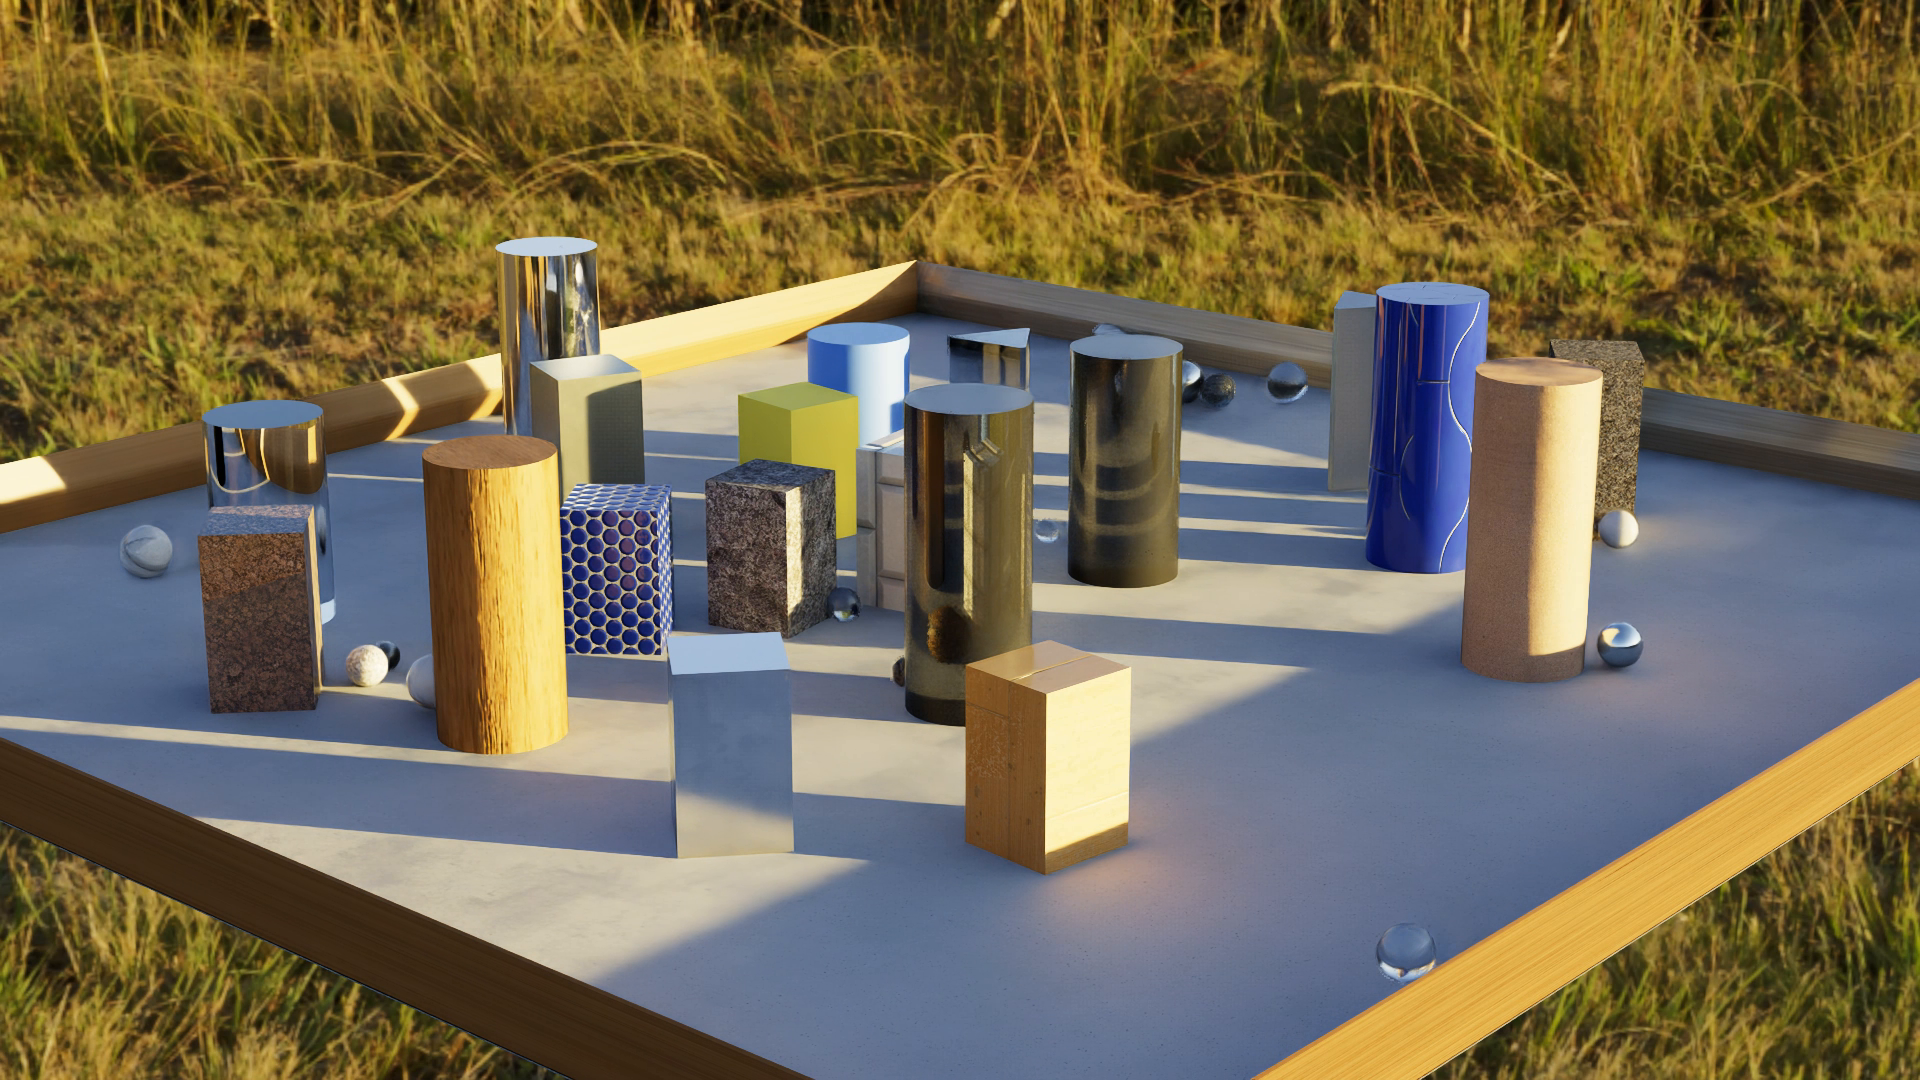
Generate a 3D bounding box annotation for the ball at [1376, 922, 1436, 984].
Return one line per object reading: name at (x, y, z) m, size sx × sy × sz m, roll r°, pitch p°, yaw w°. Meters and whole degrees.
ball at (0.553, 0.511, 3.629) m, size 0.074 × 0.074 × 0.074 m, roll 0°, pitch 17°, yaw 0°

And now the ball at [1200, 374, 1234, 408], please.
ball at (0.563, -0.325, 6.404) m, size 0.074 × 0.074 × 0.074 m, roll 0°, pitch 17°, yaw 0°

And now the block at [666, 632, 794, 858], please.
block at (-0.319, 0.282, 4.056) m, size 0.159 × 0.267 × 0.159 m, roll -2°, pitch 17°, yaw -8°

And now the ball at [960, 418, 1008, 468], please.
ball at (0.048, -0.197, 5.938) m, size 0.099 × 0.099 × 0.099 m, roll 0°, pitch 17°, yaw 0°

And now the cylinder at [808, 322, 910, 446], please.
cylinder at (-0.198, -0.251, 5.745) m, size 0.199 × 0.314 × 0.199 m, roll 0°, pitch 17°, yaw 0°

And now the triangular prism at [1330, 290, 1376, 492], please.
triangular prism at (0.788, -0.299, 5.809) m, size 0.172 × 0.367 × 0.149 m, roll -5°, pitch 17°, yaw -16°

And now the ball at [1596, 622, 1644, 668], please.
ball at (1.072, 0.170, 4.761) m, size 0.074 × 0.074 × 0.074 m, roll 0°, pitch 17°, yaw 0°

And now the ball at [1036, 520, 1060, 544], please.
ball at (0.162, -0.016, 5.431) m, size 0.043 × 0.043 × 0.043 m, roll 0°, pitch 17°, yaw 0°

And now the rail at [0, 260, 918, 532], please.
rail at (-1.192, -0.266, 6.111) m, size 0.045 × 0.129 × 3.356 m, roll 14°, pitch 22°, yaw 39°

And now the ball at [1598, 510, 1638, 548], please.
ball at (1.211, -0.020, 5.398) m, size 0.071 × 0.071 × 0.071 m, roll 0°, pitch 17°, yaw 0°

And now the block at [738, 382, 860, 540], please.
block at (-0.300, -0.141, 5.464) m, size 0.159 × 0.264 × 0.159 m, roll -14°, pitch 22°, yaw -39°

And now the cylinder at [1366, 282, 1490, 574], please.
cylinder at (0.839, -0.203, 5.275) m, size 0.199 × 0.492 × 0.199 m, roll 0°, pitch 17°, yaw 0°

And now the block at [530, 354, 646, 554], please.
block at (-0.685, -0.158, 5.404) m, size 0.159 × 0.331 × 0.159 m, roll -8°, pitch 19°, yaw -26°

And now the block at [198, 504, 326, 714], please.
block at (-1.093, 0.107, 4.600) m, size 0.159 × 0.289 × 0.159 m, roll -2°, pitch 17°, yaw -6°

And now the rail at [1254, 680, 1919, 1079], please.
rail at (1.192, 0.331, 4.129) m, size 0.045 × 0.129 × 3.356 m, roll 14°, pitch 22°, yaw 39°

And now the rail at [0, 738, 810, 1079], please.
rail at (-1.085, 0.393, 3.924) m, size 3.204 × 0.129 × 0.045 m, roll 14°, pitch 22°, yaw 39°

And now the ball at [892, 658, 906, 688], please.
ball at (-0.085, 0.211, 4.671) m, size 0.049 × 0.049 × 0.049 m, roll 0°, pitch 17°, yaw 0°

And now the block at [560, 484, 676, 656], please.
block at (-0.567, 0.048, 4.869) m, size 0.159 × 0.247 × 0.159 m, roll 1°, pitch 17°, yaw 3°

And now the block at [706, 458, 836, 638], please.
block at (-0.319, 0.013, 4.970) m, size 0.159 × 0.255 × 0.159 m, roll 9°, pitch 19°, yaw 27°

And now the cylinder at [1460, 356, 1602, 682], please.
cylinder at (0.918, -0.034, 4.720) m, size 0.199 × 0.489 × 0.199 m, roll 0°, pitch 17°, yaw 0°

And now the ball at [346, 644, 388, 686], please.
ball at (-0.946, 0.200, 4.675) m, size 0.067 × 0.067 × 0.067 m, roll 0°, pitch 17°, yaw 0°

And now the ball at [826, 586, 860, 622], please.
ball at (-0.199, 0.109, 4.991) m, size 0.058 × 0.058 × 0.058 m, roll 0°, pitch 17°, yaw 0°

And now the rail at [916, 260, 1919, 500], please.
rail at (1.085, -0.328, 6.316) m, size 3.204 × 0.129 × 0.045 m, roll 14°, pitch 22°, yaw 39°

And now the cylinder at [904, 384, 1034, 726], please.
cylinder at (0.013, 0.022, 4.525) m, size 0.199 × 0.494 × 0.199 m, roll 0°, pitch 17°, yaw 0°

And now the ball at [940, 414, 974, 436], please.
ball at (0.000, -0.219, 6.042) m, size 0.081 × 0.081 × 0.081 m, roll 0°, pitch 17°, yaw 0°

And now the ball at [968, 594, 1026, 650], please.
ball at (0.061, 0.135, 4.841) m, size 0.095 × 0.095 × 0.095 m, roll 0°, pitch 17°, yaw 0°

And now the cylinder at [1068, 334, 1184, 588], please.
cylinder at (0.292, -0.141, 5.206) m, size 0.199 × 0.414 × 0.199 m, roll 0°, pitch 17°, yaw 0°

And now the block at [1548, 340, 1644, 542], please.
block at (1.178, -0.187, 5.475) m, size 0.159 × 0.346 × 0.159 m, roll 2°, pitch 17°, yaw 7°

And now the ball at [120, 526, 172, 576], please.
ball at (-1.452, 0.020, 5.229) m, size 0.092 × 0.092 × 0.092 m, roll 0°, pitch 17°, yaw 0°

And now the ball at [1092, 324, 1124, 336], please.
ball at (0.348, -0.466, 6.865) m, size 0.079 × 0.079 × 0.079 m, roll 0°, pitch 17°, yaw 0°

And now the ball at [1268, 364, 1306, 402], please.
ball at (0.719, -0.345, 6.452) m, size 0.085 × 0.085 × 0.085 m, roll 0°, pitch 17°, yaw 0°

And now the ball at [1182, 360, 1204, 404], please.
ball at (0.489, -0.347, 6.439) m, size 0.096 × 0.096 × 0.096 m, roll 0°, pitch 17°, yaw 0°

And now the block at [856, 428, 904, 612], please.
block at (-0.070, -0.031, 5.077) m, size 0.159 × 0.278 × 0.159 m, roll 10°, pitch 19°, yaw 29°

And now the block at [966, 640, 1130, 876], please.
block at (0.120, 0.296, 4.023) m, size 0.159 × 0.259 × 0.159 m, roll -15°, pitch 22°, yaw -40°

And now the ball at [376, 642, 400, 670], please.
ball at (-0.930, 0.188, 4.749) m, size 0.047 × 0.047 × 0.047 m, roll 0°, pitch 17°, yaw 0°

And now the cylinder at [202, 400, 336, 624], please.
cylinder at (-1.170, -0.041, 4.974) m, size 0.199 × 0.356 × 0.199 m, roll 0°, pitch 17°, yaw 0°

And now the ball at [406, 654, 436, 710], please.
ball at (-0.819, 0.221, 4.571) m, size 0.087 × 0.087 × 0.087 m, roll 0°, pitch 17°, yaw 0°

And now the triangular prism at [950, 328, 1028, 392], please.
triangular prism at (0.092, -0.253, 5.765) m, size 0.172 × 0.306 × 0.149 m, roll 11°, pitch 20°, yaw 33°

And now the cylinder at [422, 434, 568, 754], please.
cylinder at (-0.699, 0.081, 4.420) m, size 0.199 × 0.443 × 0.199 m, roll 0°, pitch 17°, yaw 0°

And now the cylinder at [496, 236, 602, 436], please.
cylinder at (-0.813, -0.356, 5.834) m, size 0.199 × 0.463 × 0.199 m, roll 0°, pitch 17°, yaw 0°
